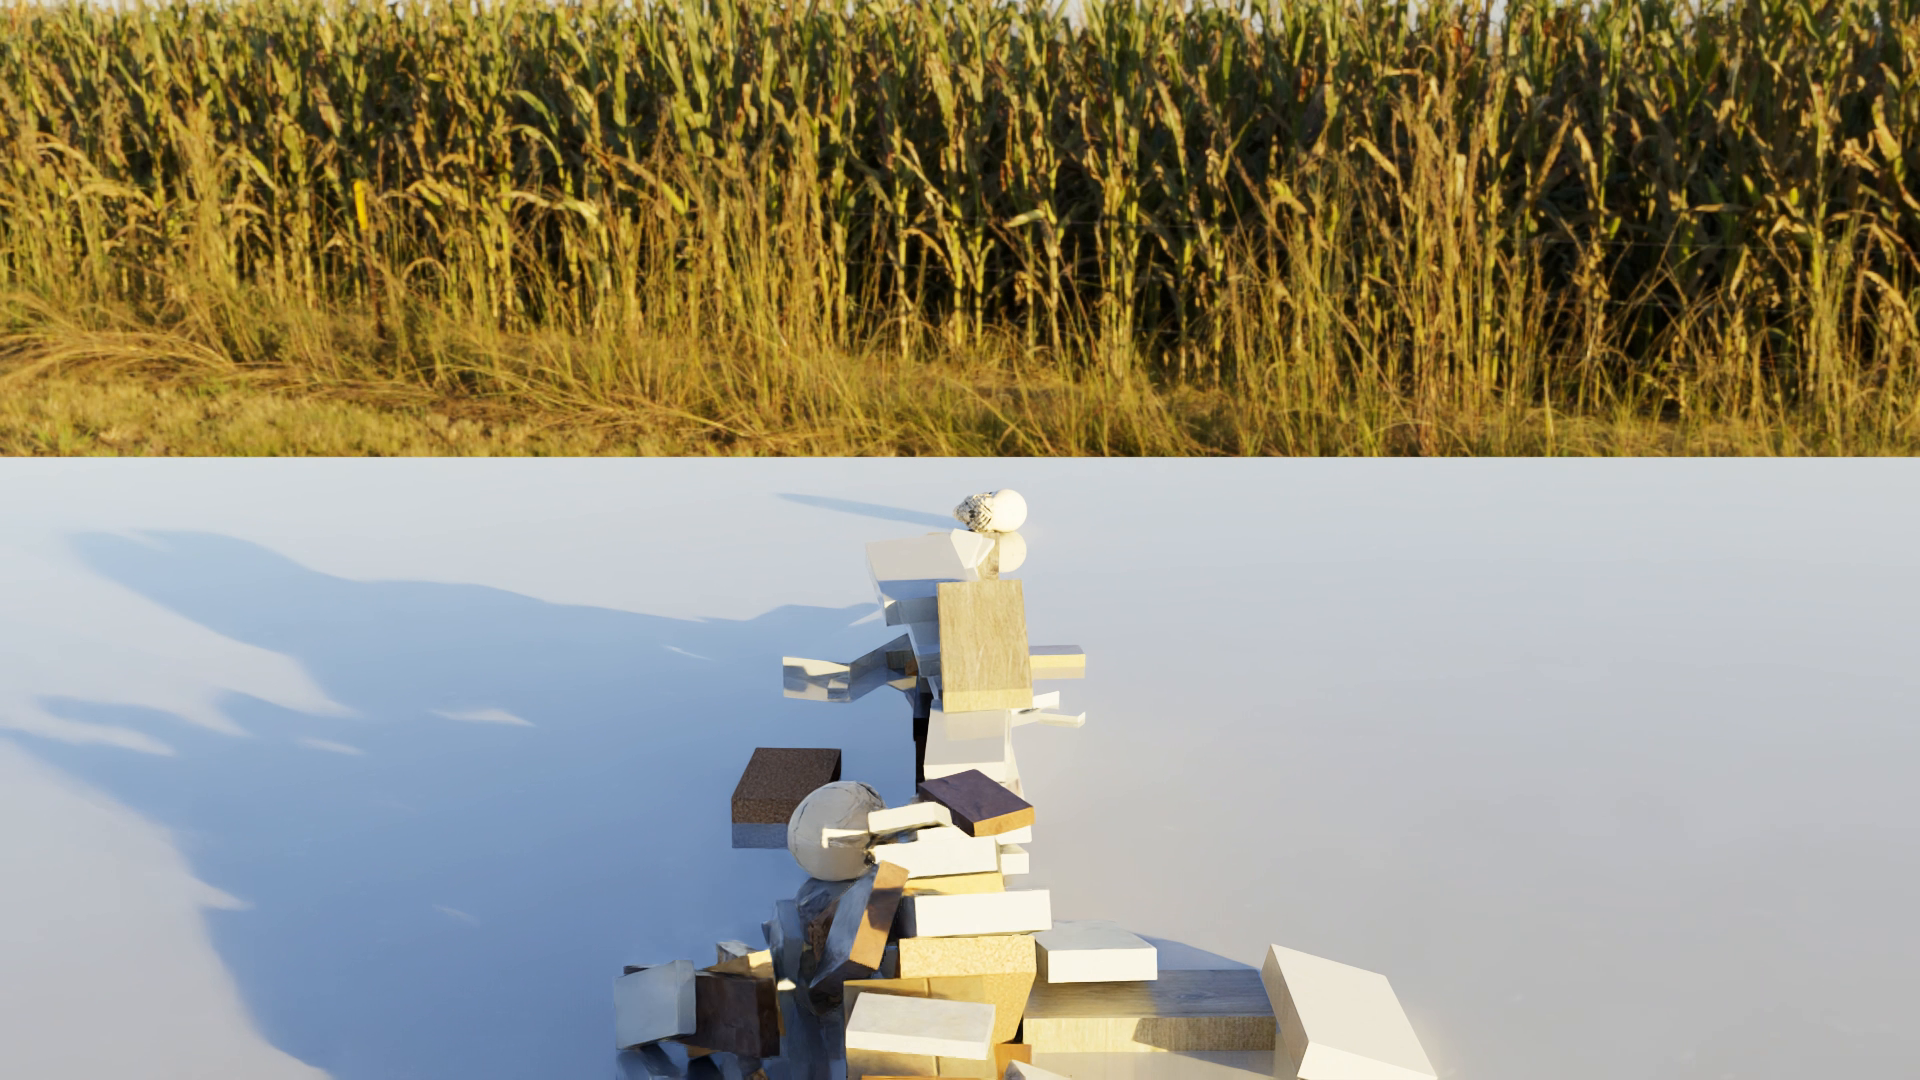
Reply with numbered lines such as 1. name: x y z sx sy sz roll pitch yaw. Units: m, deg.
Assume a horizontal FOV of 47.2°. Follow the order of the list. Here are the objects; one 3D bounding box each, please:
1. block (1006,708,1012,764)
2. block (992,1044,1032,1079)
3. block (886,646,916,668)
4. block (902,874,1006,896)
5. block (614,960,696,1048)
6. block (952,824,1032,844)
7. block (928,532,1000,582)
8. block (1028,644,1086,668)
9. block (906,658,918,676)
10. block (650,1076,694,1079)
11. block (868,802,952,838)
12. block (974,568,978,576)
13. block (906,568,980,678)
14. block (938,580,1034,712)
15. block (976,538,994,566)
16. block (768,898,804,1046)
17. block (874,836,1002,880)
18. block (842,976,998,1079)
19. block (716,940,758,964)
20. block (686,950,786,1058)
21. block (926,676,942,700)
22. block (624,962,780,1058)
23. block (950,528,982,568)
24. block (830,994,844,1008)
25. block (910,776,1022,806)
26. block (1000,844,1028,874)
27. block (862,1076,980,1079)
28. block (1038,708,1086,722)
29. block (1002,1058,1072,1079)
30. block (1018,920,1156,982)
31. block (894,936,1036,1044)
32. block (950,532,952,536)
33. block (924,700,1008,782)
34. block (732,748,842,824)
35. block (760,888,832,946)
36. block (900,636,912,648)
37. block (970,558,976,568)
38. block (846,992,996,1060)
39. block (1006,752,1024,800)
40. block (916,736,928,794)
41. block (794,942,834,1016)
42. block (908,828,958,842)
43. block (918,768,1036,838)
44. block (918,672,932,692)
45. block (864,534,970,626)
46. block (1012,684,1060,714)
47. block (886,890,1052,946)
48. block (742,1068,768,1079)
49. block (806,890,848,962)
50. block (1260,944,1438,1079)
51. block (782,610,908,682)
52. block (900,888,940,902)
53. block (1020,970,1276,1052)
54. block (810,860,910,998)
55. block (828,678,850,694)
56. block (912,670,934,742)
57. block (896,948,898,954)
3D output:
1. block: 0.024 0.323 3.881 0.132 0.037 0.264 -3 20 3
2. block: 0.009 0.702 2.724 0.149 0.042 0.297 1 10 4
3. block: -0.031 0.258 5.267 0.141 0.040 0.282 -7 4 40
4. block: -0.014 0.550 3.401 0.167 0.047 0.335 -5 -10 1
5. block: -0.415 0.631 2.980 0.027 0.096 0.192 8 -21 -33
6. block: 0.006 0.461 3.570 0.155 0.044 0.382 -3 -4 -8
7. block: 0.003 0.081 4.481 0.151 0.043 0.302 0 31 2
8. block: 0.191 0.279 5.266 0.203 0.029 0.102 -1 11 -6
9. block: -0.040 0.279 5.014 0.102 0.029 0.203 5 -15 -22
10. block: -0.331 0.723 2.776 0.096 0.027 0.192 10 2 -18
11. block: -0.068 0.393 3.080 0.091 0.026 0.182 -11 -12 5
12. block: -0.007 0.142 4.322 0.091 0.183 0.026 -2 -33 -2
13. block: -0.021 0.150 4.126 0.154 0.044 0.414 -6 20 -6
14. block: 0.042 0.184 3.902 0.154 0.044 0.309 -3 36 -1
15. block: 0.033 0.022 4.523 0.045 0.013 0.091 12 33 19
16. block: -0.249 0.601 3.058 0.026 0.182 0.091 3 26 -15
17. block: -0.027 0.472 3.227 0.167 0.047 0.335 -5 -10 2
18. block: -0.033 0.698 2.439 0.175 0.049 0.706 -2 21 -4
19. block: -0.298 0.622 3.046 0.031 0.111 0.221 -7 -2 -16
20. block: -0.311 0.624 2.945 0.031 0.111 0.221 -4 -15 -35
21. block: 0.014 0.226 4.036 0.154 0.044 0.309 -7 20 -7
22. block: -0.351 0.628 2.950 0.027 0.096 0.375 -3 -4 -35
23. block: 0.000 0.028 4.433 0.060 0.017 0.120 12 45 13
24. block: -0.164 0.622 3.265 0.023 0.082 0.164 10 13 13
25. block: 0.014 0.418 3.568 0.132 0.037 0.407 -4 -3 7
26. block: 0.034 0.509 3.575 0.111 0.031 0.221 -1 1 -10
27. block: -0.049 0.675 2.379 0.134 0.038 0.268 1 21 2
28. block: 0.221 0.379 4.767 0.091 0.013 0.045 4 11 22
29. block: 0.208 0.705 2.582 0.310 0.044 0.155 23 3 -19
30. block: 0.181 0.607 3.258 0.155 0.044 0.310 0 -3 -7
31. block: -0.002 0.603 2.921 0.171 0.048 0.341 -1 -27 -5
32. block: -0.009 0.032 4.478 0.060 0.017 0.120 -7 44 -7
33. block: 0.013 0.339 3.730 0.132 0.037 0.264 -3 20 3
34. block: -0.328 0.467 4.200 0.169 0.048 0.338 0 11 3
35. block: -0.242 0.601 3.375 0.023 0.082 0.164 -17 2 28
36. block: -0.079 0.238 5.355 0.023 0.080 0.159 48 32 19
37. block: 0.002 0.075 4.409 0.060 0.017 0.120 1 44 1
38. block: -0.046 0.583 2.639 0.167 0.024 0.084 3 21 8
39. block: 0.048 0.398 3.856 0.098 0.028 0.196 -6 39 -6
40. block: 0.003 0.462 3.993 0.168 0.048 0.336 0 26 -1
41. block: -0.226 0.619 3.150 0.026 0.091 0.182 -19 3 -15
42. block: -0.039 0.416 3.090 0.054 0.015 0.108 -3 -10 -10
43. block: 0.023 0.394 3.288 0.098 0.028 0.196 -12 16 -23
44. block: -0.001 0.199 4.368 0.151 0.043 0.302 0 31 1
45. block: -0.079 0.073 4.217 0.169 0.048 0.338 -7 20 -7
46. block: 0.110 0.355 4.858 0.203 0.029 0.102 -9 14 -41
47. block: -0.005 0.500 2.894 0.171 0.048 0.341 -1 -12 -12
48. block: -0.216 0.713 2.581 0.024 0.167 0.084 -29 1 19
49. block: -0.184 0.601 3.375 0.023 0.082 0.164 -10 7 20
50. block: 0.526 0.662 3.014 0.175 0.049 0.349 16 10 -3
51. block: -0.225 0.252 5.360 0.169 0.048 0.589 4 11 21
52. block: -0.060 0.494 3.037 0.054 0.015 0.108 -5 -6 -9
53. block: 0.260 0.667 3.120 0.349 0.049 0.175 0 11 -1
54. block: -0.134 0.516 2.899 0.038 0.134 0.268 22 -23 -7
55. block: -0.276 0.333 5.019 0.045 0.013 0.091 0 11 1
56. block: -0.002 0.306 4.296 0.168 0.048 0.336 0 18 1
57. block: 0.001 0.599 3.133 0.171 0.048 0.341 -5 -10 -4
